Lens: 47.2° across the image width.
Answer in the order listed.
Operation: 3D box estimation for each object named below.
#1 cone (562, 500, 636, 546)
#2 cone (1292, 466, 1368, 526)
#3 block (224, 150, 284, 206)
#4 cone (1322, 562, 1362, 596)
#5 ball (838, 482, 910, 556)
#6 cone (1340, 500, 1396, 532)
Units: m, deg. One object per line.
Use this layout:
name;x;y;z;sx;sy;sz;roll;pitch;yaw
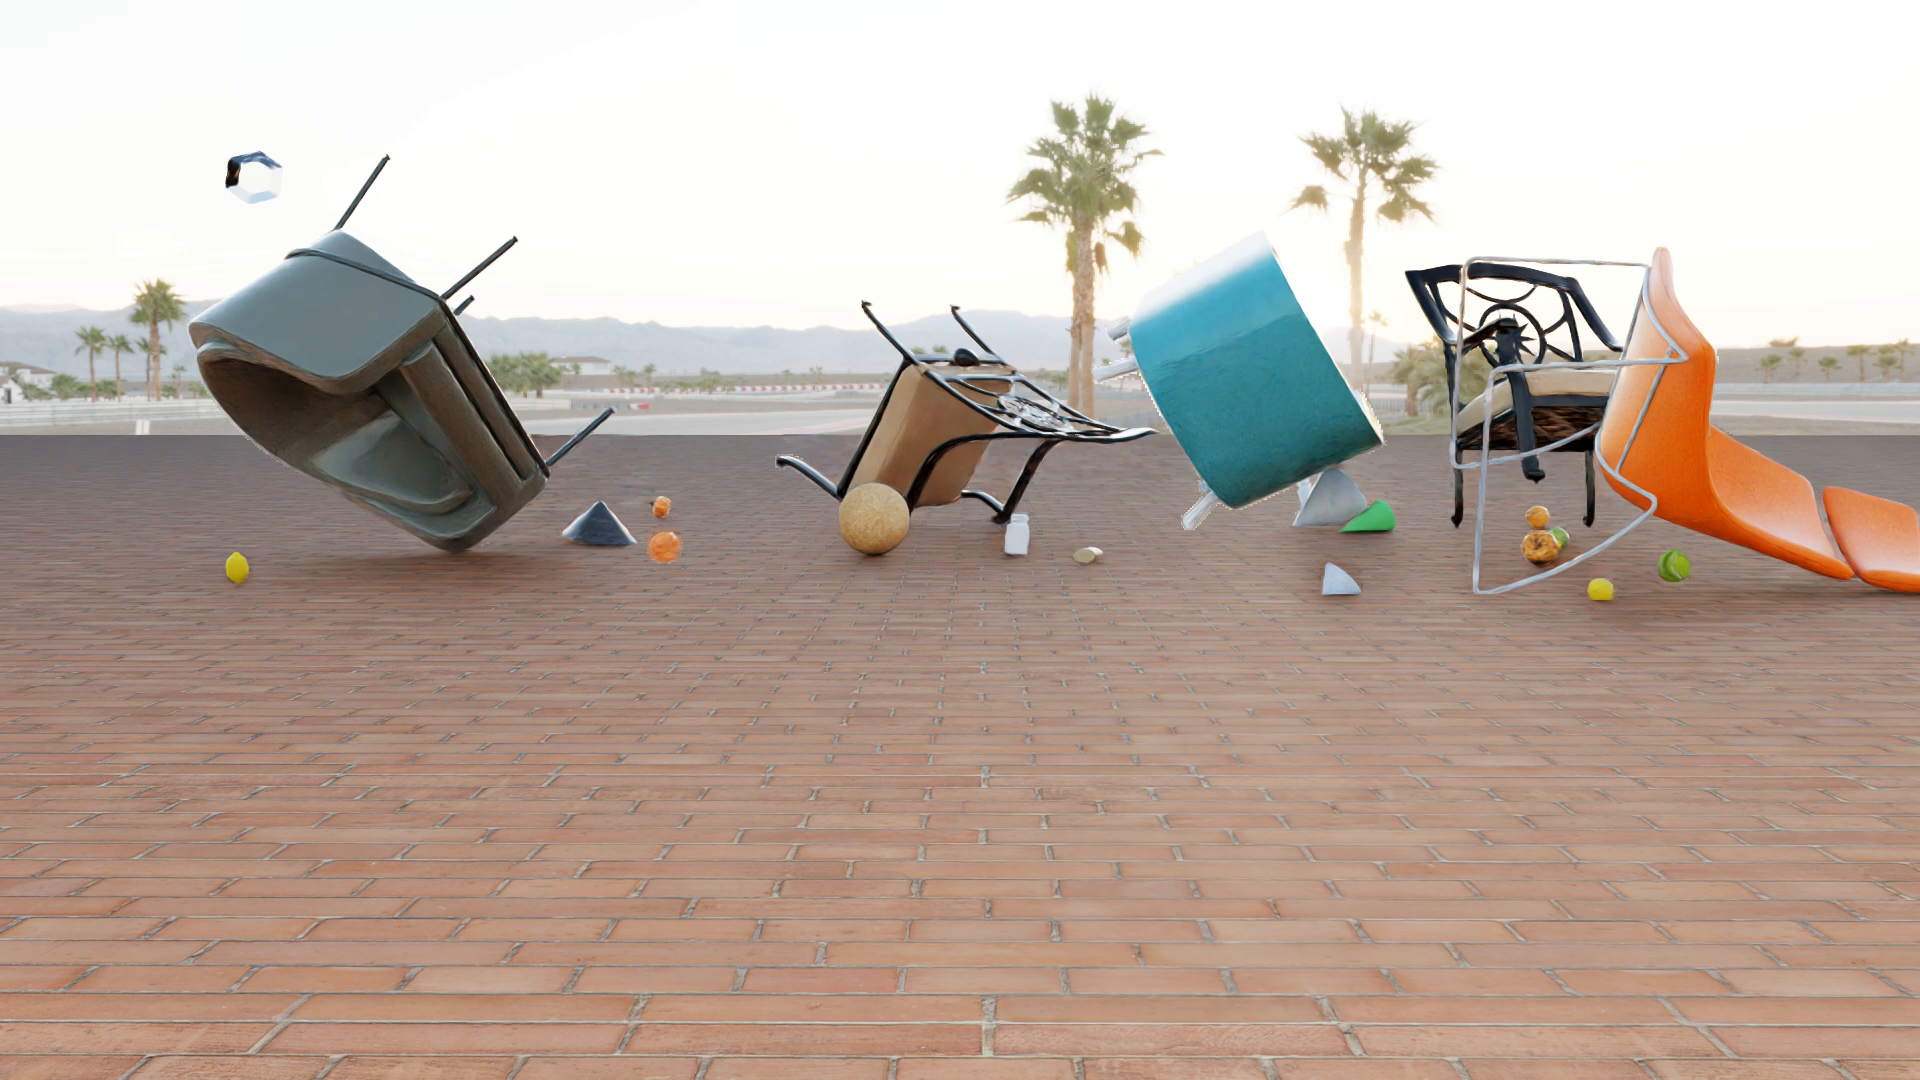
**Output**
cone;-1.045;-0.063;6.387;0.258;0.114;0.164;12;14;35
cone;1.162;-0.096;7.108;0.234;0.238;0.158;-28;-23;-23
block;-1.985;-1.019;6.185;0.101;0.097;0.110;34;35;20
cone;0.813;0.103;4.797;0.065;0.058;0.107;-36;56;-19
ball;-0.233;-0.057;5.950;0.196;0.196;0.196;0;4;0
cone;1.262;-0.050;6.918;0.181;0.098;0.112;-19;49;-22
